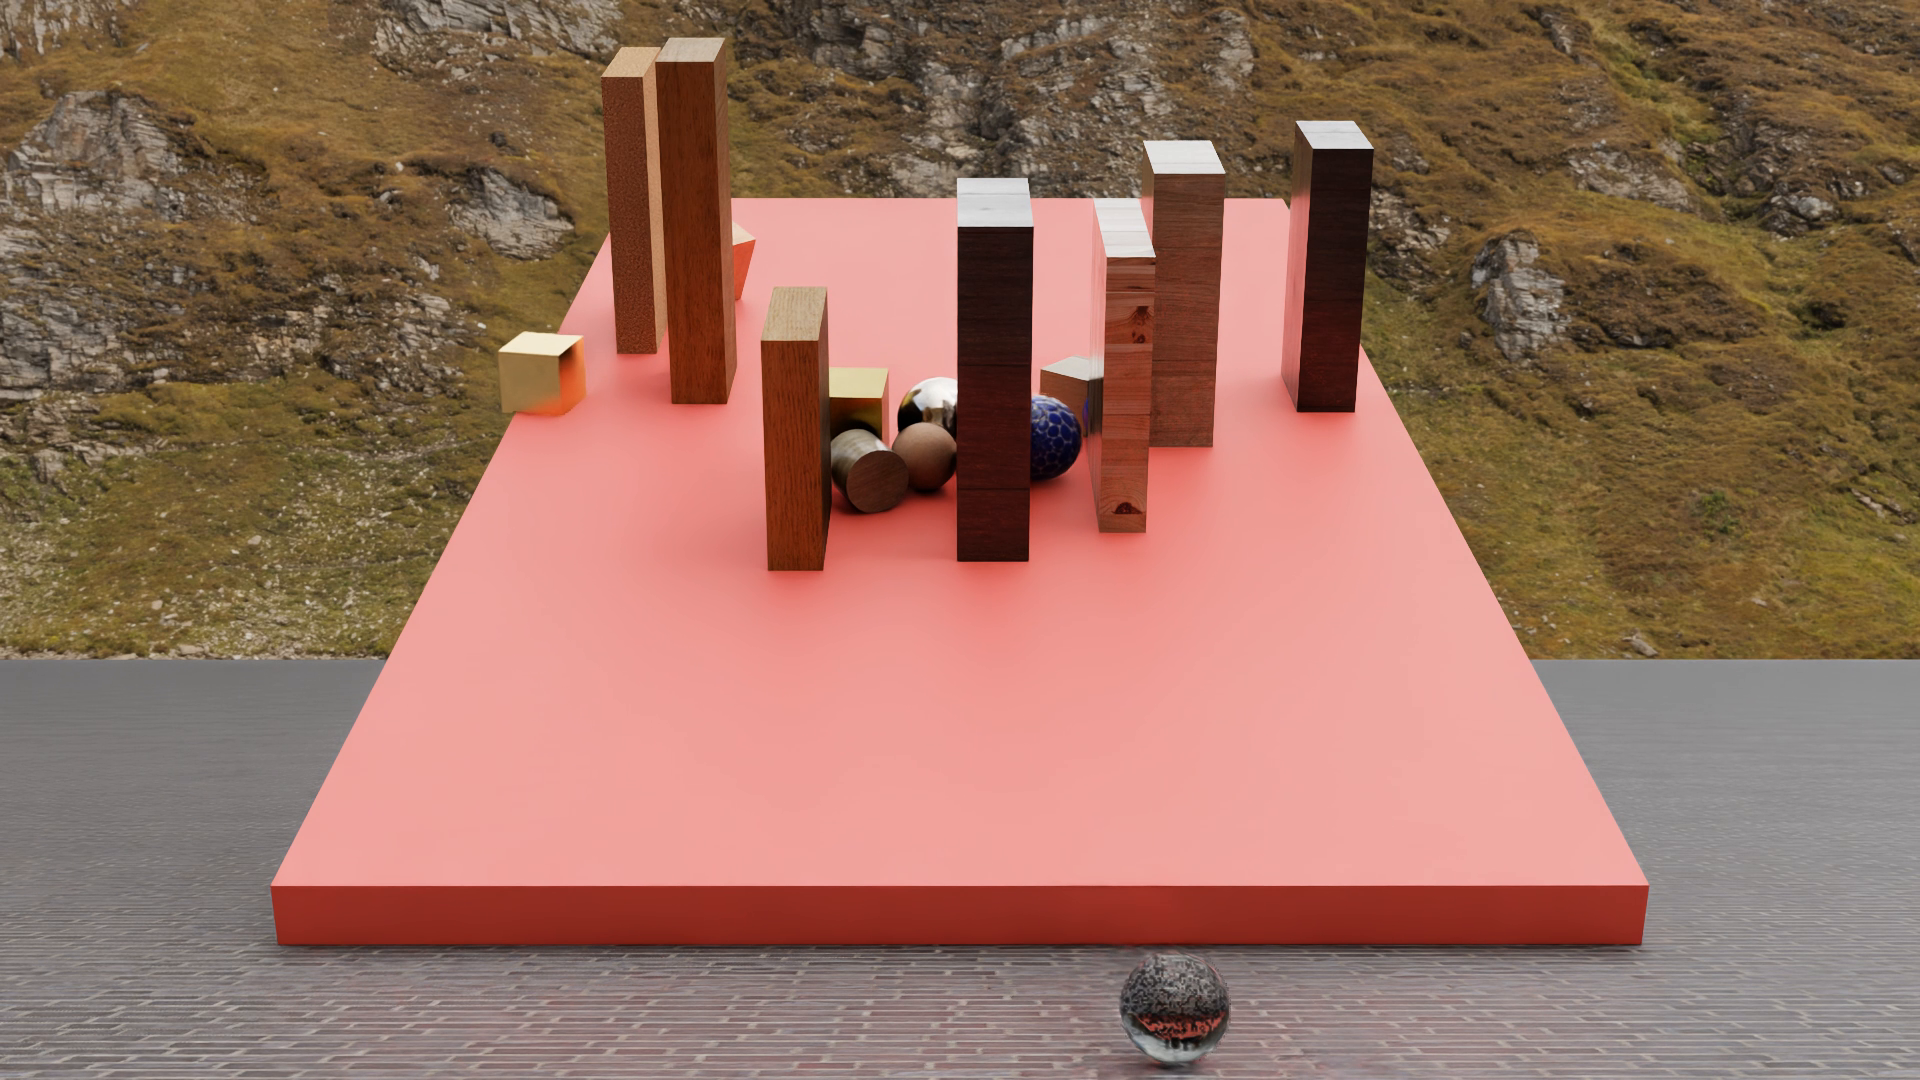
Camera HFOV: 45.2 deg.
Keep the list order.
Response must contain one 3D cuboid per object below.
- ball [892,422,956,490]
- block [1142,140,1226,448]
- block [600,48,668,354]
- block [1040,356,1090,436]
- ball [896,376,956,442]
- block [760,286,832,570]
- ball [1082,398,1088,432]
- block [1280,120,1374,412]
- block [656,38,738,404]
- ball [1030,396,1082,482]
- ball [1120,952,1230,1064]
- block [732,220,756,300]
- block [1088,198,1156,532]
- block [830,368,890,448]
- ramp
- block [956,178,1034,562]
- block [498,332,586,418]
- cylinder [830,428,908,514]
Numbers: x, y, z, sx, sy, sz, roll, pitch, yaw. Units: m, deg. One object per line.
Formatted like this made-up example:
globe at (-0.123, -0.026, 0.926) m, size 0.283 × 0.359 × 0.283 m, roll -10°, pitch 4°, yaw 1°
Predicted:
ball at (-0.074, -0.173, 4.773) m, size 0.142 × 0.142 × 0.142 m, roll 0°, pitch -3°, yaw 0°
block at (0.477, -0.540, 5.052) m, size 0.148 × 0.607 × 0.300 m, roll 0°, pitch 23°, yaw 0°
block at (-0.788, -0.836, 5.665) m, size 0.097 × 0.675 × 0.365 m, roll 0°, pitch 23°, yaw 0°
block at (0.270, -0.322, 5.147) m, size 0.131 × 0.131 × 0.131 m, roll 18°, pitch 28°, yaw 36°
ball at (-0.042, -0.255, 4.912) m, size 0.186 × 0.186 × 0.186 m, roll 0°, pitch -3°, yaw 0°
block at (-0.314, -0.220, 4.473) m, size 0.105 × 0.460 × 0.348 m, roll 0°, pitch 23°, yaw 0°
ball at (0.333, -0.273, 5.026) m, size 0.134 × 0.134 × 0.134 m, roll 0°, pitch -3°, yaw 0°
block at (0.831, -0.623, 5.251) m, size 0.132 × 0.607 × 0.275 m, roll 0°, pitch 23°, yaw 0°
block at (-0.597, -0.726, 5.263) m, size 0.127 × 0.783 × 0.278 m, roll 0°, pitch 23°, yaw 0°
ball at (0.166, -0.213, 4.822) m, size 0.179 × 0.179 × 0.179 m, roll 0°, pitch -3°, yaw 0°
ball at (0.224, 0.488, 2.409) m, size 0.115 × 0.115 × 0.115 m, roll 0°, pitch -3°, yaw 0°
block at (-0.677, -0.731, 5.979) m, size 0.185 × 0.185 × 0.185 m, roll 39°, pitch 40°, yaw 25°
block at (0.322, -0.360, 4.676) m, size 0.093 × 0.565 × 0.444 m, roll 0°, pitch 23°, yaw 0°
block at (-0.253, -0.242, 4.873) m, size 0.192 × 0.192 × 0.192 m, roll 1°, pitch 23°, yaw 2°
ramp at (-0.007, -0.224, 5.210) m, size 2.000 × 0.100 × 4.000 m, roll 0°, pitch 23°, yaw 0°
block at (0.063, -0.334, 4.484) m, size 0.138 × 0.662 × 0.364 m, roll 0°, pitch 23°, yaw 0°
block at (-0.950, -0.378, 5.254) m, size 0.146 × 0.146 × 0.146 m, roll 5°, pitch 23°, yaw 12°
cylinder at (-0.193, -0.141, 4.706) m, size 0.135 × 0.135 × 0.135 m, roll 1°, pitch 20°, yaw -26°
